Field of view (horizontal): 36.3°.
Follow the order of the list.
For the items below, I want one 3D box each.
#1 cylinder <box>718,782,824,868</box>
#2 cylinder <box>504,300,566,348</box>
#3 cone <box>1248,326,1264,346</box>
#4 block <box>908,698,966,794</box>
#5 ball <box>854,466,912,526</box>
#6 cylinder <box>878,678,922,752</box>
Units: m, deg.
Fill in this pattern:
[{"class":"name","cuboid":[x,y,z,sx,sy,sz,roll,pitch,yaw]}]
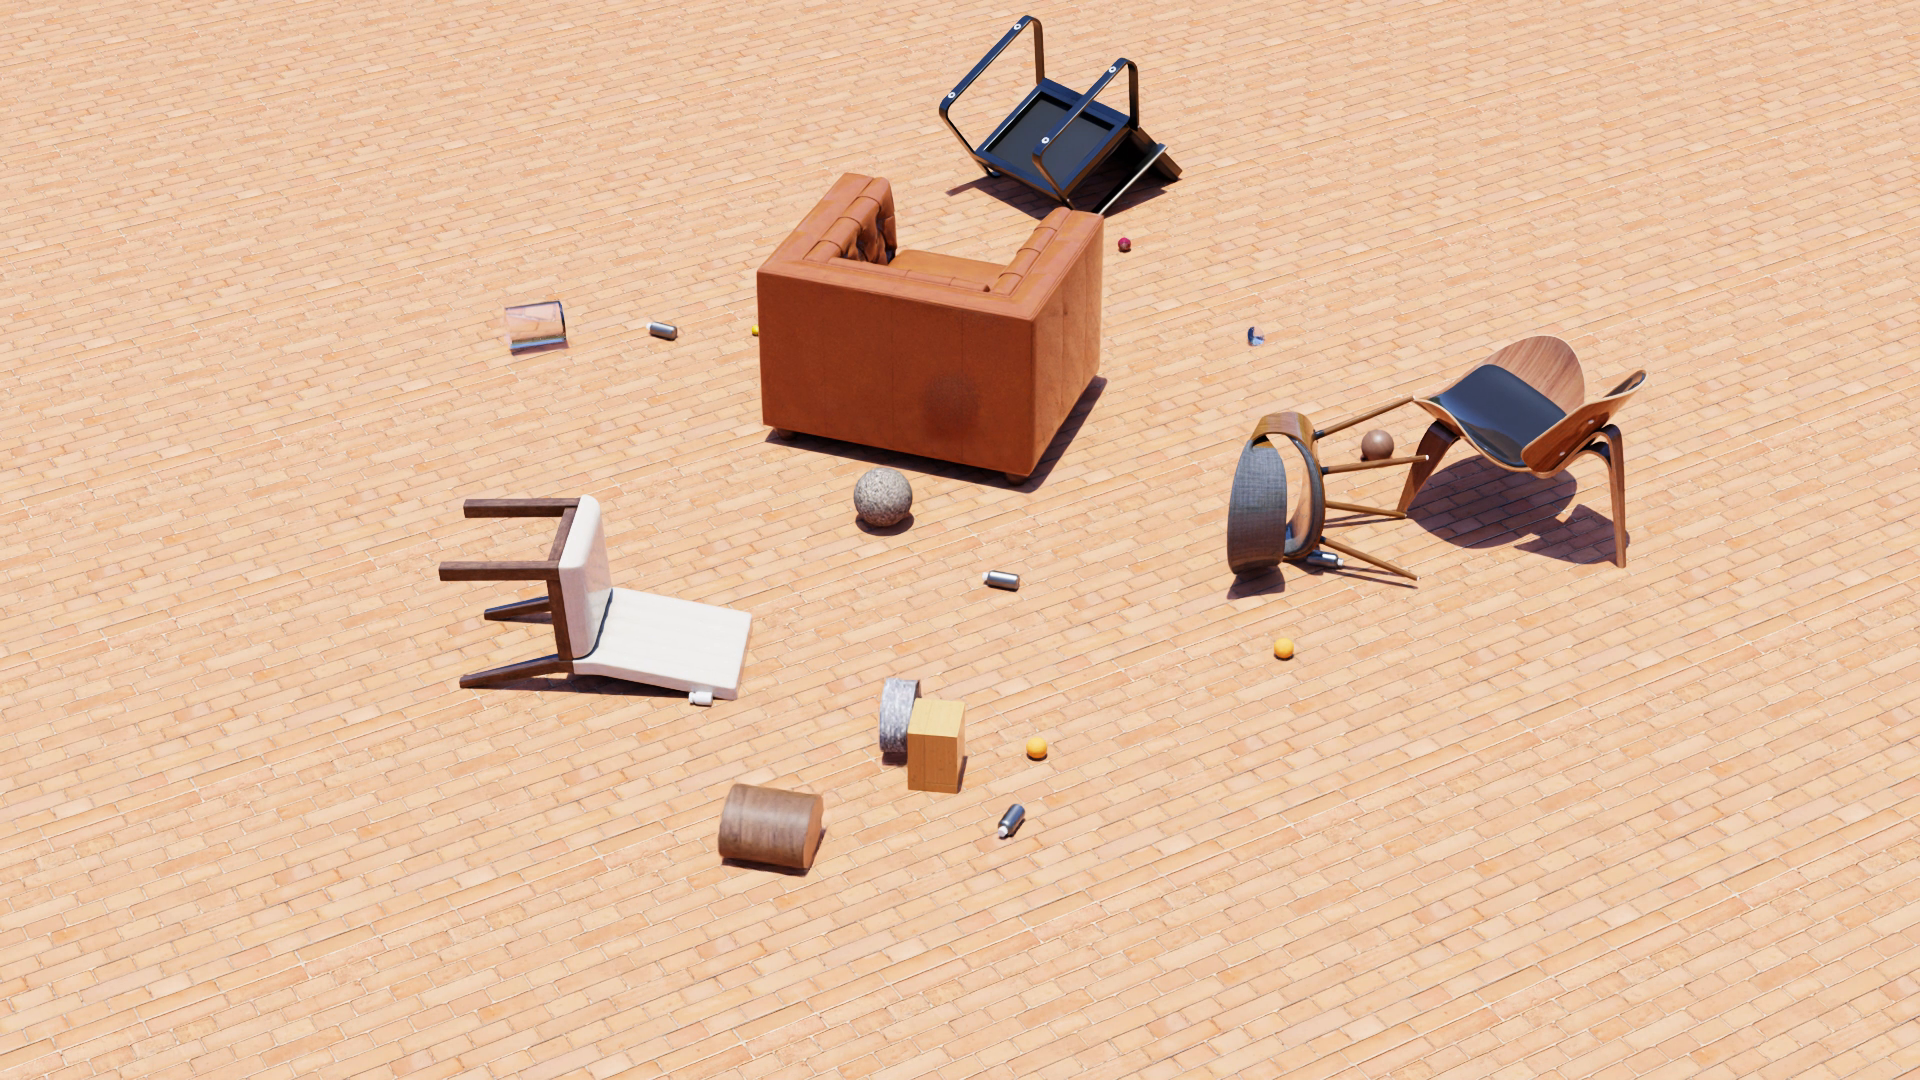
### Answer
[{"class":"cylinder","cuboid":[-0.605,0.913,9.384,0.282,0.180,0.252,7,57,11]},{"class":"cylinder","cuboid":[-1.762,-0.893,12.140,0.230,0.178,0.169,-9,64,-14]},{"class":"cone","cuboid":[1.219,-0.842,12.196,0.082,0.040,0.096,47,53,-7]},{"class":"block","cuboid":[-0.078,0.681,9.696,0.165,0.236,0.193,4,34,6]},{"class":"ball","cuboid":[-0.288,-0.162,10.988,0.223,0.223,0.223,0,33,0]},{"class":"cylinder","cuboid":[-0.200,0.587,9.830,0.106,0.243,0.268,4,14,6]}]
